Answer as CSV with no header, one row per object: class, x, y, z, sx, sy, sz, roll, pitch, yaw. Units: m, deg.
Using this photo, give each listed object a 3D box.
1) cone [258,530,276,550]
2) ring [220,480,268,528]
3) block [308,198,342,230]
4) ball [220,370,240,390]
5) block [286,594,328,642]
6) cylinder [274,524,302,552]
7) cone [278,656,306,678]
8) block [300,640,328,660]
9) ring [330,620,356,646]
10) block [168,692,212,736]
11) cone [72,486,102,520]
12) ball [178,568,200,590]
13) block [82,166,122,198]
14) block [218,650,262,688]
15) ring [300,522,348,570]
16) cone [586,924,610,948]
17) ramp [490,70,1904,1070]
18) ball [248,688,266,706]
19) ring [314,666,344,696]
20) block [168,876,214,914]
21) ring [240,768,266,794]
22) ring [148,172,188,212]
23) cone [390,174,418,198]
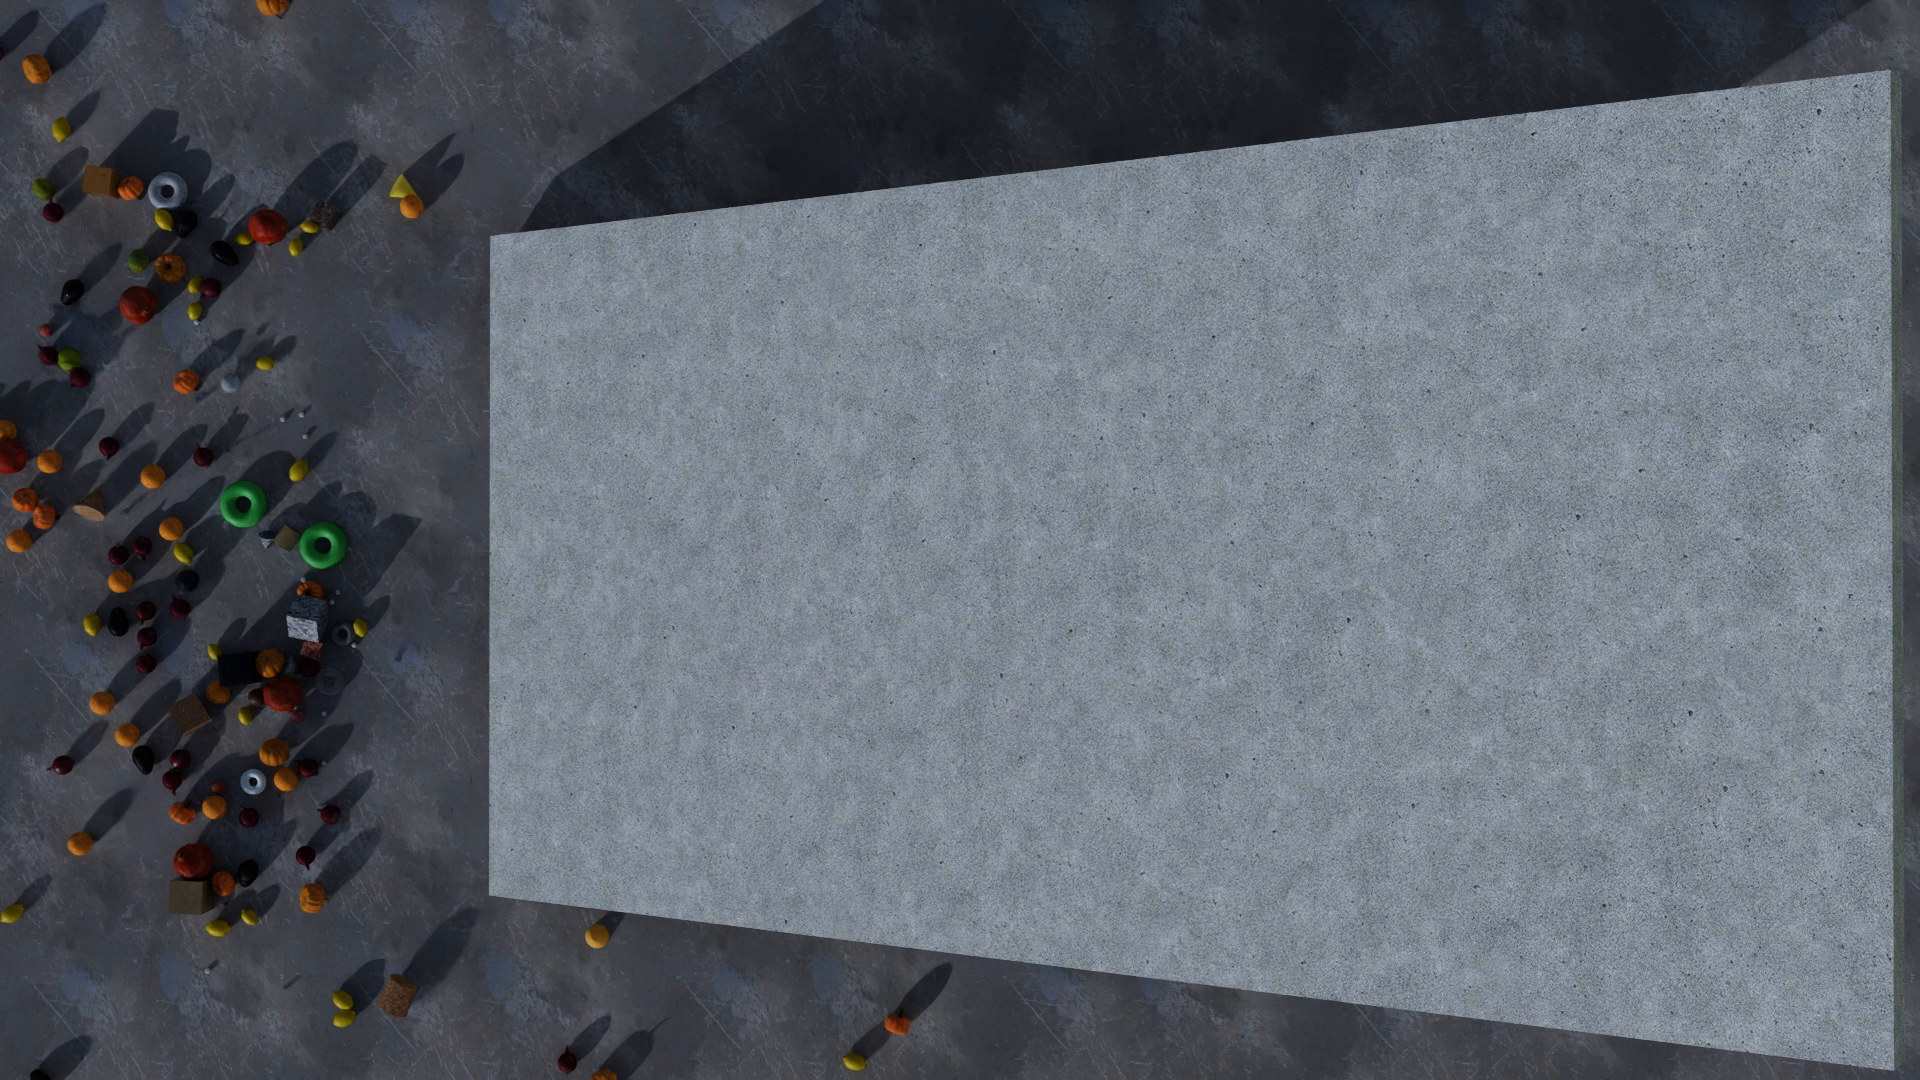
cone,-2.125,0.008,6.741,0.054,0.054,0.054,15,116,0
ring,-2.192,-0.109,6.730,0.144,0.048,0.144,0,91,1
block,-1.943,-0.995,6.729,0.064,0.064,0.064,34,90,0
ball,-2.232,-0.490,6.729,0.056,0.056,0.056,0,90,0
block,-1.982,0.239,6.685,0.093,0.093,0.093,11,134,0
cylinder,-2.054,-0.008,6.722,0.063,0.063,0.063,36,90,0
cone,-2.033,0.405,6.733,0.074,0.074,0.074,36,90,-26
block,-1.976,0.331,6.723,0.054,0.054,0.054,21,90,0
ring,-1.892,0.286,6.738,0.077,0.026,0.077,0,90,1
block,-2.342,0.530,6.691,0.092,0.092,0.092,-30,90,-17
cone,-2.654,-0.125,6.732,0.095,0.095,0.095,14,63,0
ball,-2.356,0.119,6.719,0.066,0.066,0.066,0,90,0
block,-2.622,-1.094,6.721,0.080,0.080,0.080,8,90,0
block,-2.195,0.393,6.702,0.096,0.096,0.096,-7,90,0
ring,-1.948,0.016,6.729,0.146,0.049,0.146,0,90,-1
cone,-1.112,1.215,6.707,0.073,0.073,0.073,0,90,0
ramp,0.247,0.068,5.573,4.000,0.100,2.000,0,89,35
ball,-2.148,0.482,6.722,0.055,0.055,0.055,0,90,0
ring,-1.930,0.432,6.734,0.092,0.031,0.092,0,89,-1
block,-2.340,1.082,6.695,0.099,0.099,0.099,2,90,0
ring,-2.164,0.740,6.734,0.081,0.027,0.081,0,89,1
ring,-2.428,-1.068,6.742,0.121,0.040,0.121,0,90,-1
cone,-1.694,-1.067,6.743,0.080,0.080,0.080,29,90,-27
